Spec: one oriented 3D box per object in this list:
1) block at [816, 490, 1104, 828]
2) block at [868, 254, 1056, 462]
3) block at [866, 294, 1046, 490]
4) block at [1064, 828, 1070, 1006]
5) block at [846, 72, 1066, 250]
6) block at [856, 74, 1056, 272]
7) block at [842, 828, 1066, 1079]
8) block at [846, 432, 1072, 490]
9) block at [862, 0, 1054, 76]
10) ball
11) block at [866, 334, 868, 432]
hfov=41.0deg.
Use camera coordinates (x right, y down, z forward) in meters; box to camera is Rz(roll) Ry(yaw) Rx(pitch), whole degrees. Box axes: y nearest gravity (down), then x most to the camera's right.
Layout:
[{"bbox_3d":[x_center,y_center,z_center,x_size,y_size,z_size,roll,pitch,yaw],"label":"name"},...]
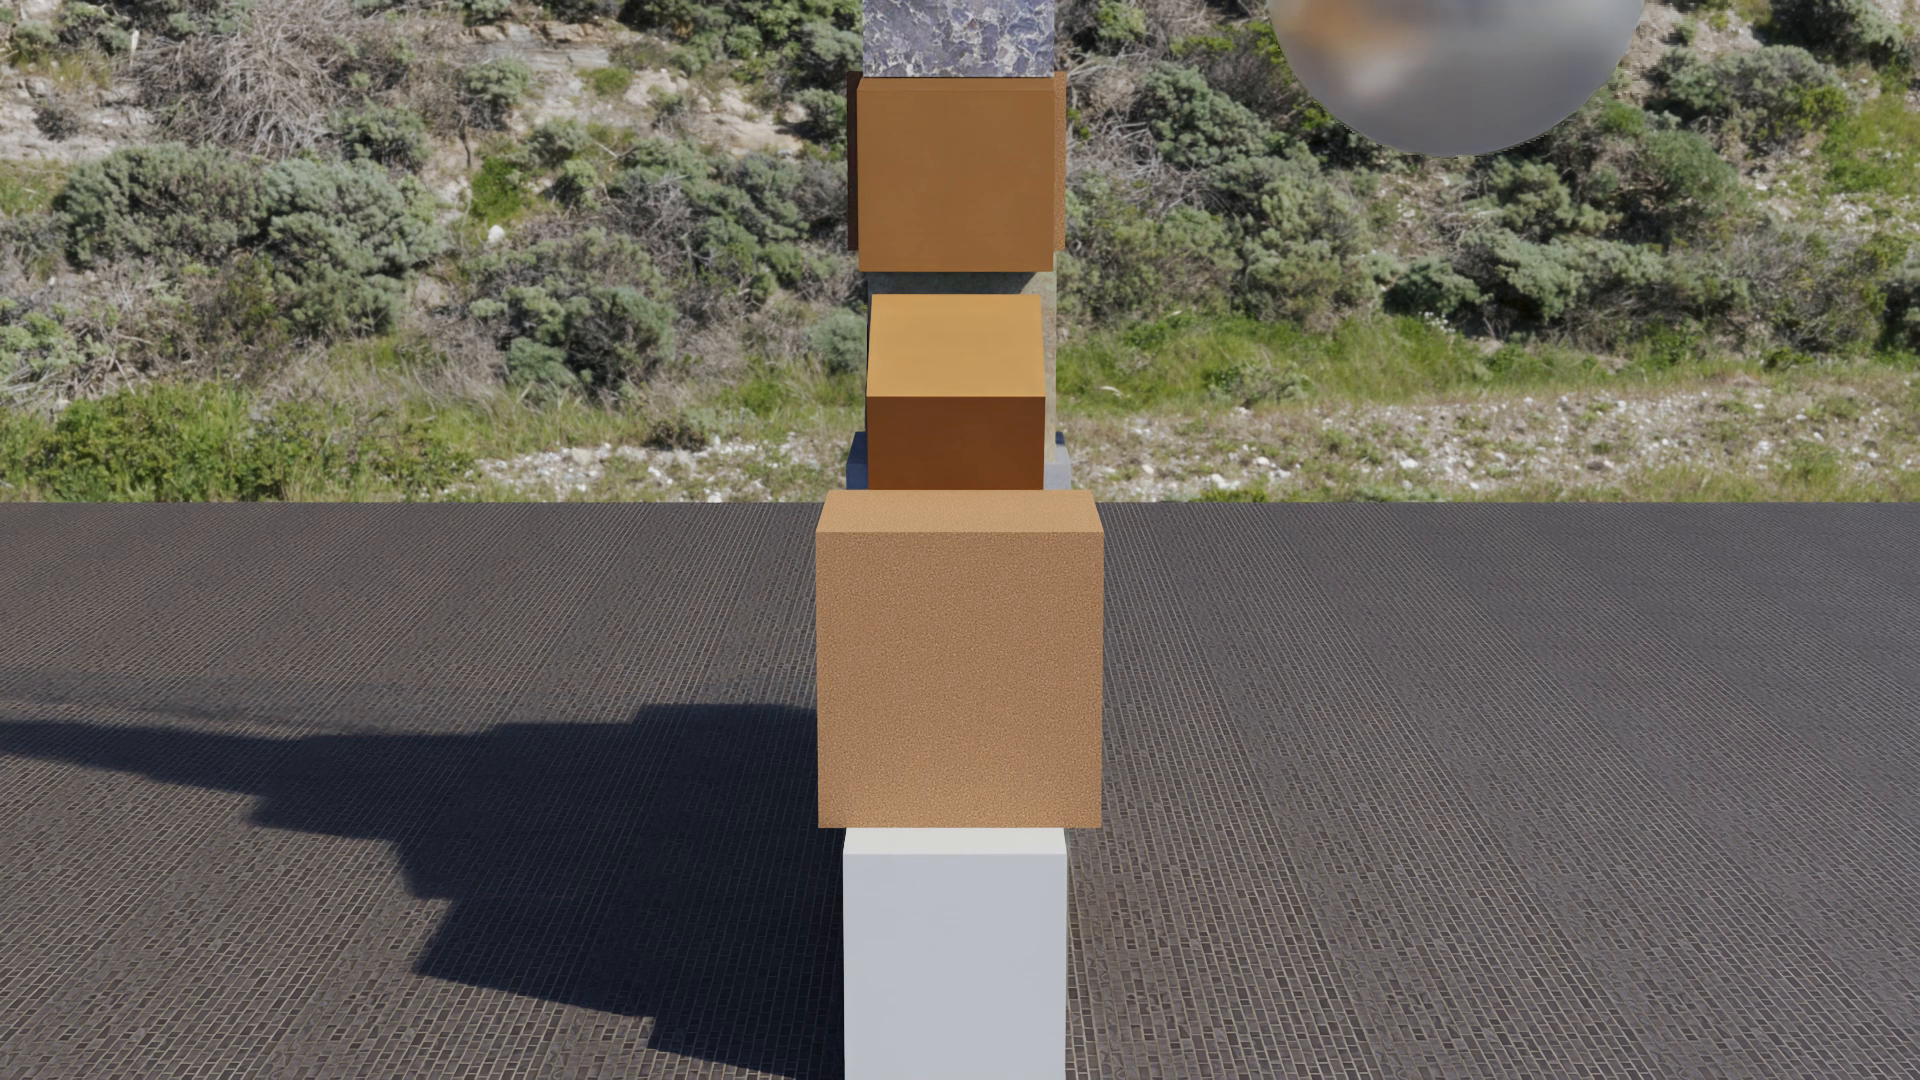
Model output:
[{"bbox_3d":[-0.001,0.417,9.499,1.007,1.071,0.924,0,10,0],"label":"block"},{"bbox_3d":[0.009,-0.821,11.044,0.777,0.853,0.844,0,10,0],"label":"block"},{"bbox_3d":[-0.016,-0.444,10.160,0.672,0.768,0.784,0,35,0],"label":"block"},{"bbox_3d":[0.001,1.299,10.087,0.821,0.835,0.775,0,10,0],"label":"block"},{"bbox_3d":[-0.015,-1.678,11.278,0.924,0.751,0.862,0,10,0],"label":"block"},{"bbox_3d":[-0.016,-1.502,10.431,0.774,0.716,0.655,0,16,0],"label":"block"},{"bbox_3d":[-0.018,1.431,9.303,0.771,0.855,0.794,0,10,0],"label":"block"},{"bbox_3d":[-0.006,0.092,11.226,0.934,1.007,0.988,0,10,0],"label":"block"},{"bbox_3d":[-0.005,-2.365,10.750,0.778,0.776,0.790,0,15,0],"label":"block"},{"bbox_3d":[2.074,-2.413,10.742,1.600,1.600,1.600,0,10,0],"label":"ball"},{"bbox_3d":[-0.007,-0.756,12.153,0.841,0.871,0.764,0,-4,0],"label":"block"}]
